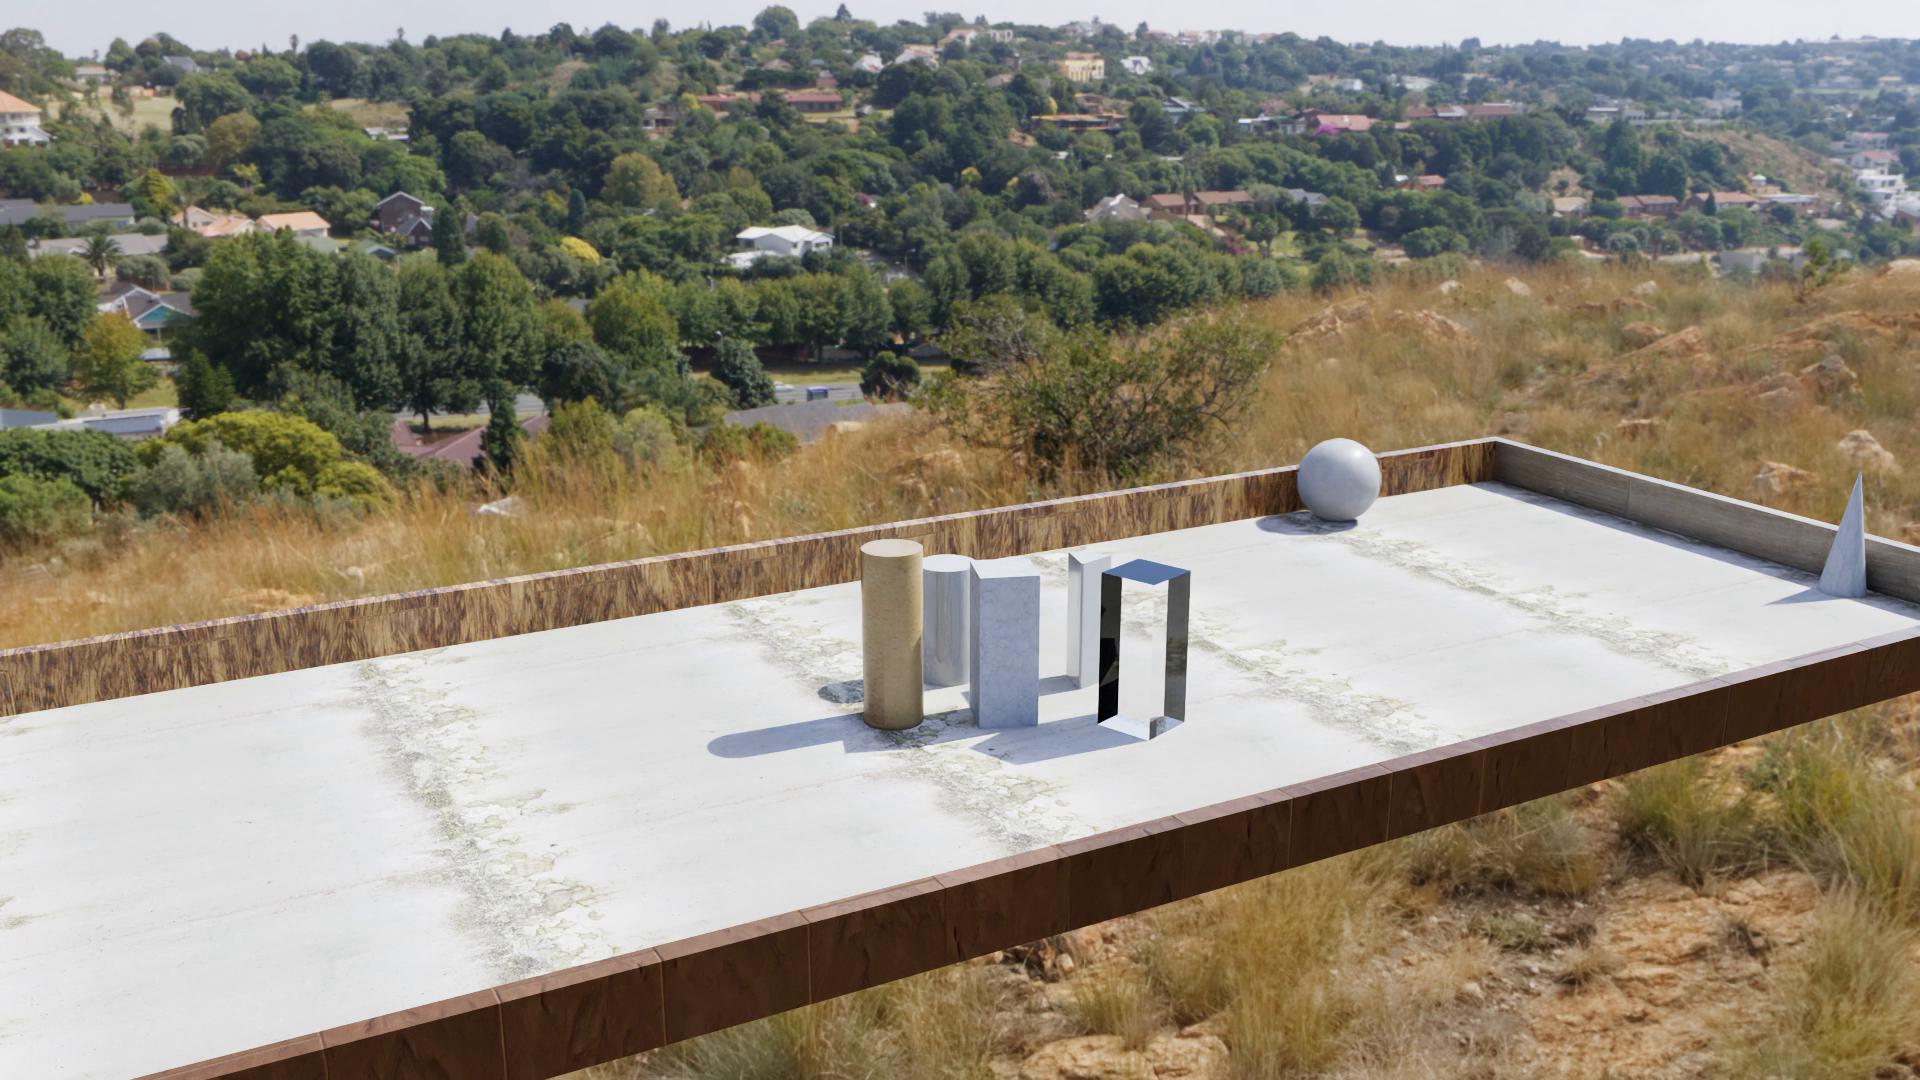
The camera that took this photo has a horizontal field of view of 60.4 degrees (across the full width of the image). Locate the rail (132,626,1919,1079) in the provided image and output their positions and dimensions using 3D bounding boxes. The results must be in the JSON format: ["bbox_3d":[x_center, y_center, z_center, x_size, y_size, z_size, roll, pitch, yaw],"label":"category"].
[{"bbox_3d":[-2.336,1.006,1.665,12.000,0.150,0.050,-9,18,-27],"label":"rail"}]

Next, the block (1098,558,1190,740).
[{"bbox_3d":[0.427,0.252,3.833,0.146,0.375,0.146,14,21,39],"label":"block"}]

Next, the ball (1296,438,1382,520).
[{"bbox_3d":[1.276,-0.203,5.554,0.278,0.278,0.278,0,16,0],"label":"ball"}]

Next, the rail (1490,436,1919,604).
[{"bbox_3d":[2.466,-0.048,5.253,0.050,0.150,2.100,-9,18,-27],"label":"rail"}]

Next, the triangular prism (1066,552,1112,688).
[{"bbox_3d":[0.303,0.194,4.114,0.106,0.327,0.092,-15,22,-42],"label":"triangular prism"}]

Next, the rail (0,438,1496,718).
[{"bbox_3d":[-3.305,0.497,3.399,12.000,0.150,0.050,-9,18,-27],"label":"rail"}]

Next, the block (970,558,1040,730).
[{"bbox_3d":[0.103,0.242,3.873,0.140,0.370,0.140,-3,17,-9],"label":"block"}]

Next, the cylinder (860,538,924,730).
[{"bbox_3d":[-0.157,0.221,3.851,0.144,0.424,0.144,0,16,0],"label":"cylinder"}]

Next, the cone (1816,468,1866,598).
[{"bbox_3d":[2.589,-0.029,4.791,0.132,0.372,0.132,0,16,0],"label":"cone"}]

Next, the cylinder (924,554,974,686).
[{"bbox_3d":[-0.032,0.201,4.138,0.147,0.300,0.147,0,16,0],"label":"cylinder"}]
